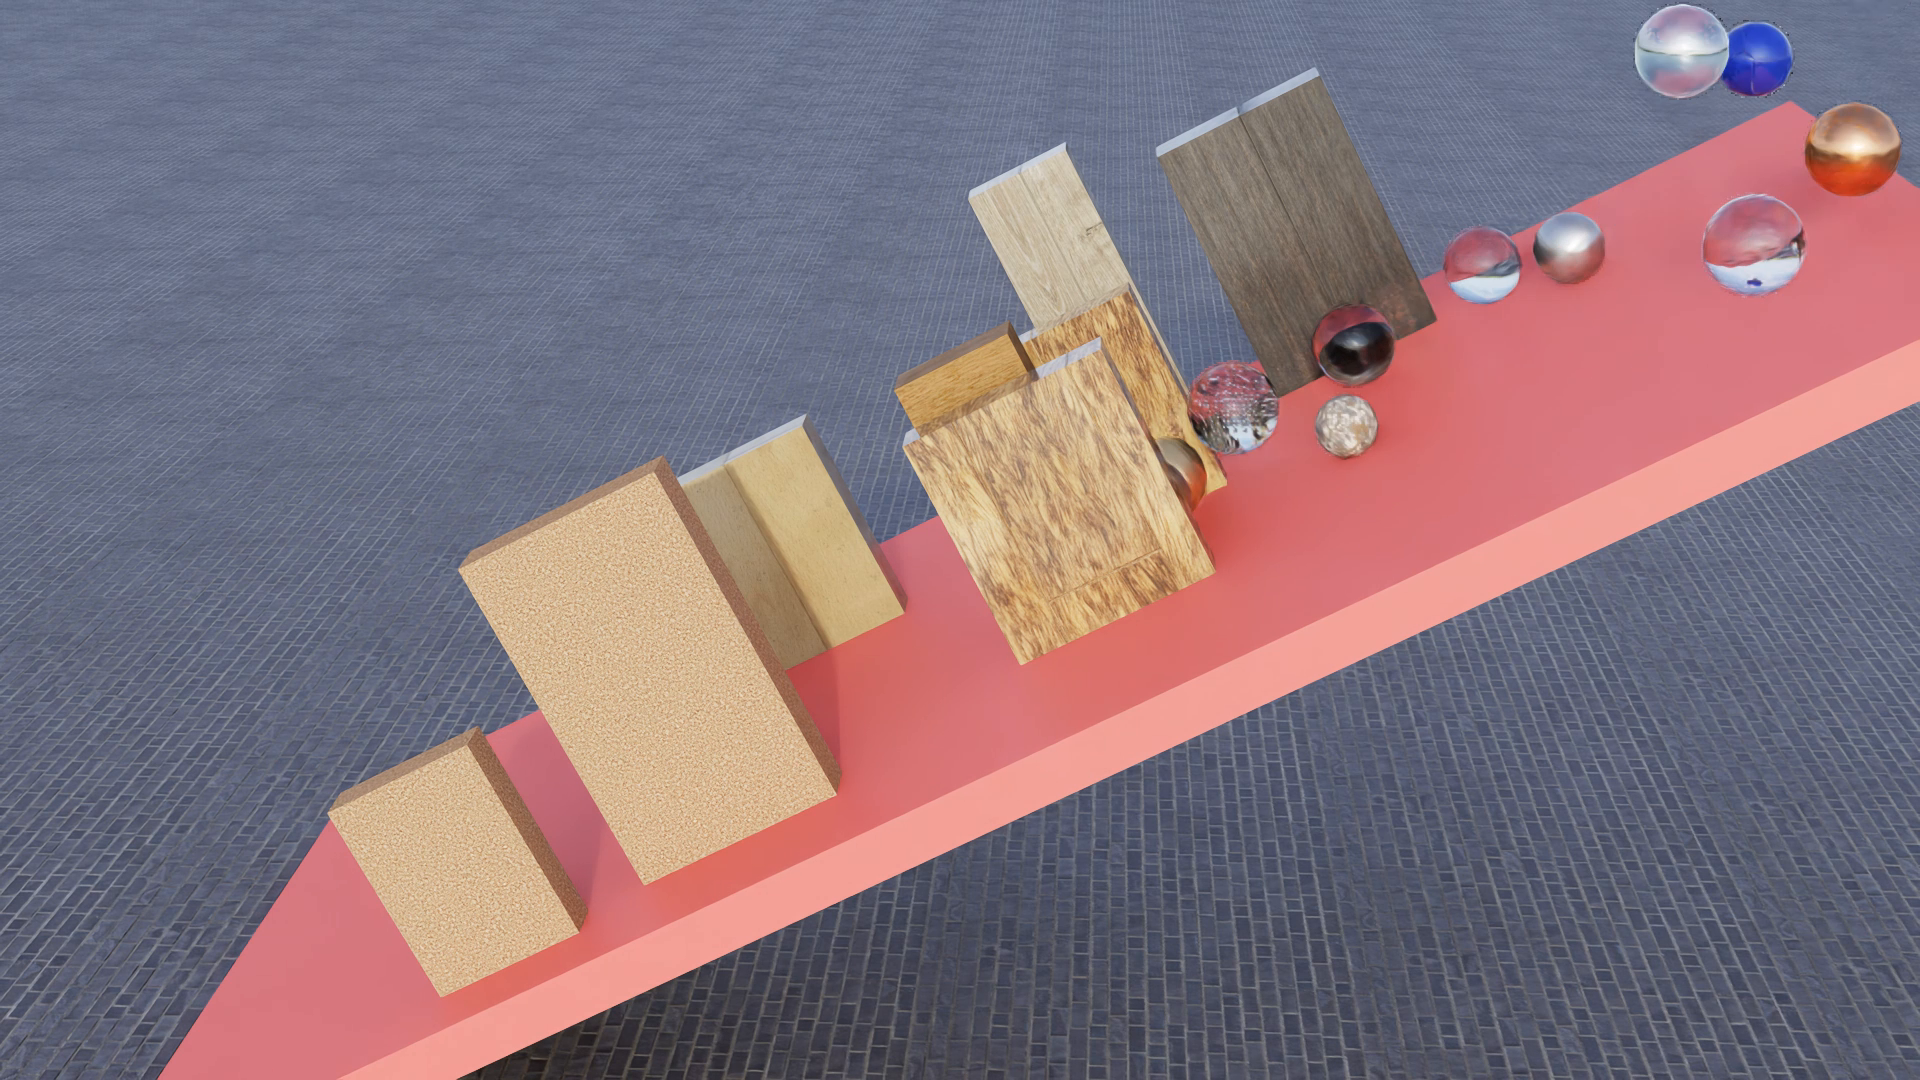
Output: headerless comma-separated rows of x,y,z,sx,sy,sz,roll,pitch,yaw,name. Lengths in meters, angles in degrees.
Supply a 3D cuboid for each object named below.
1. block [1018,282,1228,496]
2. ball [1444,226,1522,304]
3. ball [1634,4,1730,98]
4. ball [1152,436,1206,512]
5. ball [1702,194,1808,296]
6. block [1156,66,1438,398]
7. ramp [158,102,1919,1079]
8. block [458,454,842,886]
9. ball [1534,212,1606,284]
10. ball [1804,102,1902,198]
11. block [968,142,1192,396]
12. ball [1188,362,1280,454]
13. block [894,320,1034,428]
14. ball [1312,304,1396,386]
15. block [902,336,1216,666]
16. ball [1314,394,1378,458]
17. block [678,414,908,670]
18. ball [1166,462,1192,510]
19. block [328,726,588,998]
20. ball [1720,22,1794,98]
0.303,-0.256,6.284,0.364,0.471,0.095,-26,14,10,block
1.159,-0.608,6.518,0.171,0.171,0.171,0,17,0,ball
1.344,-0.910,5.480,0.172,0.172,0.172,0,17,0,ball
0.419,-0.125,6.088,0.182,0.182,0.182,0,17,0,ball
1.516,-0.562,5.613,0.194,0.194,0.194,0,17,0,ball
0.762,-0.694,6.657,0.399,0.619,0.140,-26,14,10,block
0.140,0.167,6.281,4.000,0.100,2.000,-26,14,10,ramp
-0.589,0.255,5.654,0.427,0.721,0.119,-26,14,10,block
1.313,-0.630,6.335,0.153,0.153,0.153,0,17,0,ball
1.692,-0.739,5.577,0.177,0.177,0.177,0,17,0,ball
0.295,-0.552,6.877,0.251,0.705,0.115,-26,14,10,block
0.573,-0.275,6.169,0.193,0.193,0.193,0,17,0,ball
0.116,-0.127,5.969,0.254,0.573,0.124,-26,14,10,block
0.861,-0.426,6.423,0.181,0.181,0.181,0,17,0,ball
0.197,-0.074,5.773,0.430,0.502,0.110,-26,14,10,block
0.786,-0.232,5.981,0.128,0.128,0.128,0,17,0,ball
-0.430,0.035,6.631,0.445,0.486,0.112,-26,14,10,block
0.377,-0.074,5.917,0.181,0.181,0.181,0,17,0,ball
-0.966,0.622,5.677,0.312,0.431,0.104,-26,14,10,block
1.679,-1.016,6.214,0.157,0.157,0.157,0,17,0,ball
